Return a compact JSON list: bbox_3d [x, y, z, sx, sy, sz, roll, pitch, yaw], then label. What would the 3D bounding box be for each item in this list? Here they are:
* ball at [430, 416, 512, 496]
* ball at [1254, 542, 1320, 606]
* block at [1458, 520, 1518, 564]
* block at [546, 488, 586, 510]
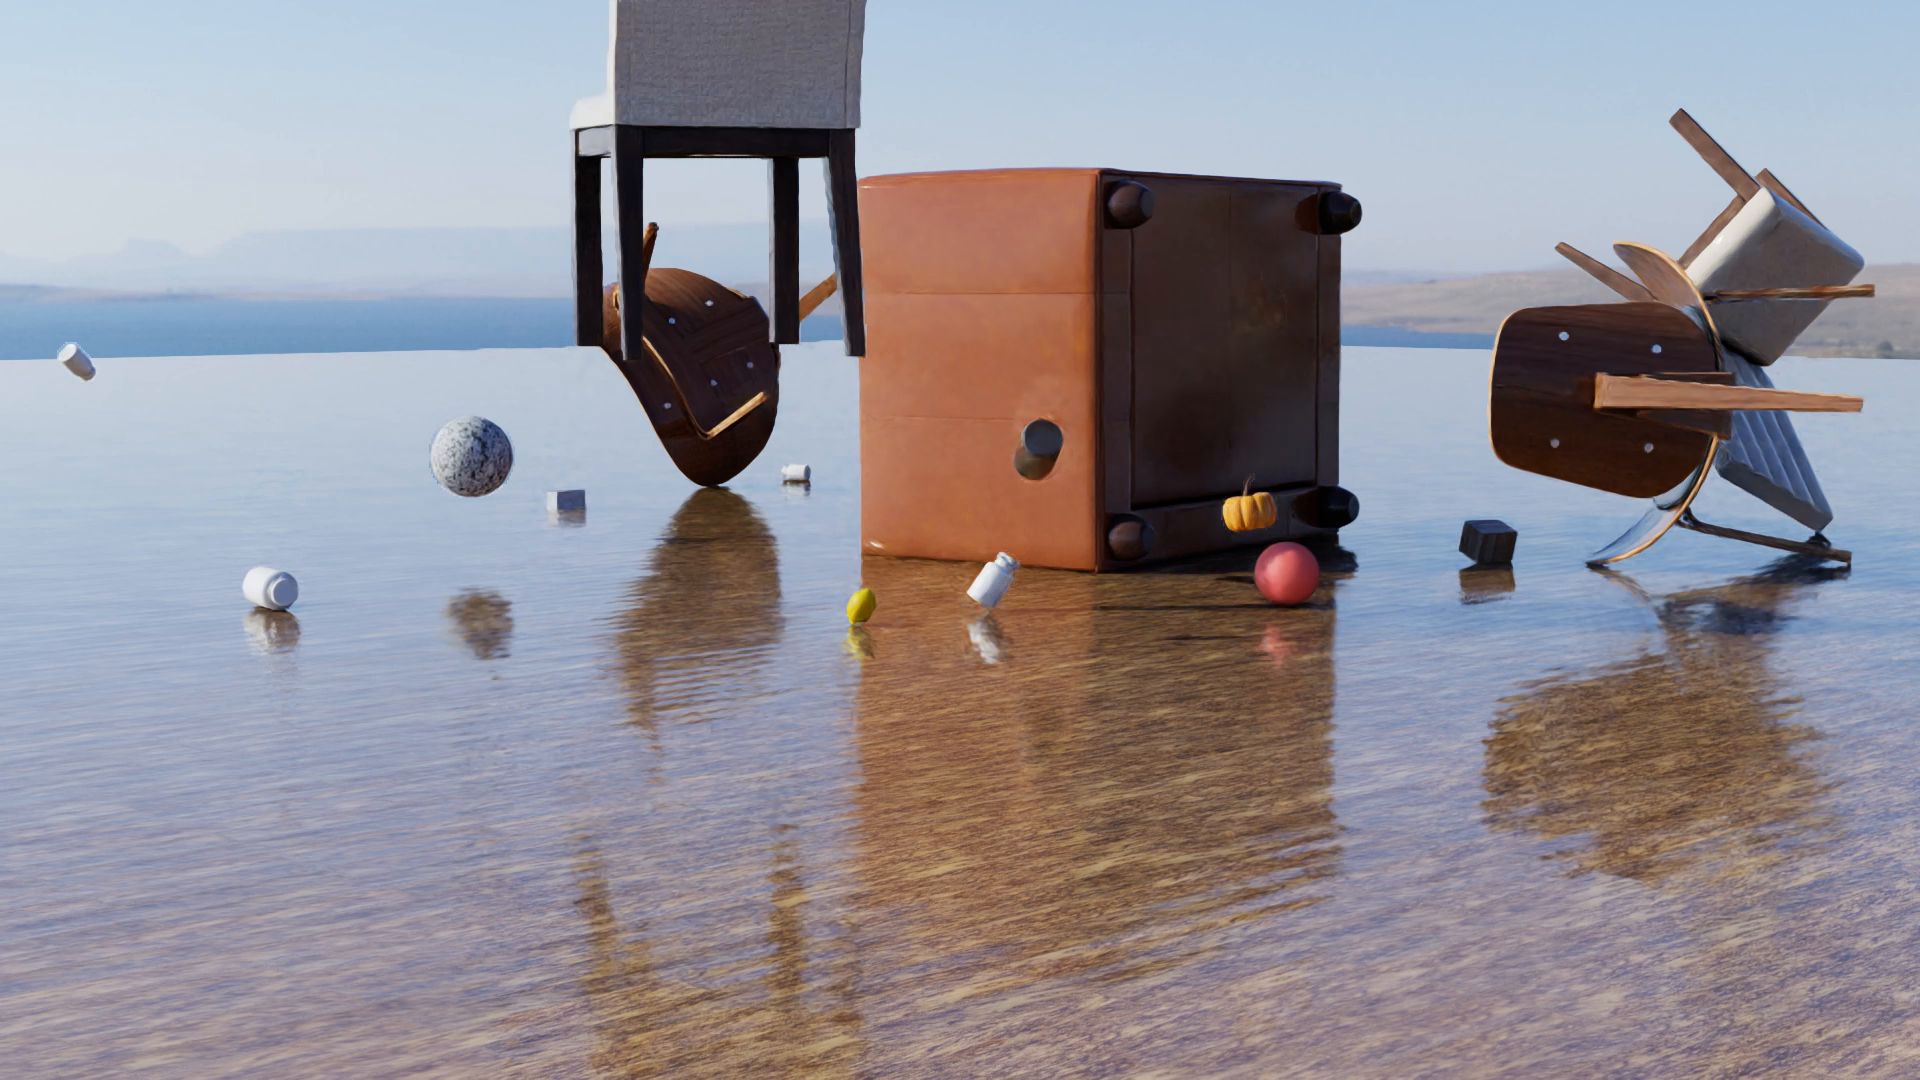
[{"bbox_3d":[-1.209,-0.208,6.353,0.200,0.200,0.200,0,6,0],"label":"ball"},{"bbox_3d":[0.653,0.068,5.123,0.130,0.130,0.130,0,6,0],"label":"ball"},{"bbox_3d":[1.220,0.003,5.926,0.097,0.074,0.076,-3,24,-25],"label":"block"},{"bbox_3d":[-1.122,-0.117,7.309,0.044,0.049,0.113,4,7,35],"label":"block"}]
